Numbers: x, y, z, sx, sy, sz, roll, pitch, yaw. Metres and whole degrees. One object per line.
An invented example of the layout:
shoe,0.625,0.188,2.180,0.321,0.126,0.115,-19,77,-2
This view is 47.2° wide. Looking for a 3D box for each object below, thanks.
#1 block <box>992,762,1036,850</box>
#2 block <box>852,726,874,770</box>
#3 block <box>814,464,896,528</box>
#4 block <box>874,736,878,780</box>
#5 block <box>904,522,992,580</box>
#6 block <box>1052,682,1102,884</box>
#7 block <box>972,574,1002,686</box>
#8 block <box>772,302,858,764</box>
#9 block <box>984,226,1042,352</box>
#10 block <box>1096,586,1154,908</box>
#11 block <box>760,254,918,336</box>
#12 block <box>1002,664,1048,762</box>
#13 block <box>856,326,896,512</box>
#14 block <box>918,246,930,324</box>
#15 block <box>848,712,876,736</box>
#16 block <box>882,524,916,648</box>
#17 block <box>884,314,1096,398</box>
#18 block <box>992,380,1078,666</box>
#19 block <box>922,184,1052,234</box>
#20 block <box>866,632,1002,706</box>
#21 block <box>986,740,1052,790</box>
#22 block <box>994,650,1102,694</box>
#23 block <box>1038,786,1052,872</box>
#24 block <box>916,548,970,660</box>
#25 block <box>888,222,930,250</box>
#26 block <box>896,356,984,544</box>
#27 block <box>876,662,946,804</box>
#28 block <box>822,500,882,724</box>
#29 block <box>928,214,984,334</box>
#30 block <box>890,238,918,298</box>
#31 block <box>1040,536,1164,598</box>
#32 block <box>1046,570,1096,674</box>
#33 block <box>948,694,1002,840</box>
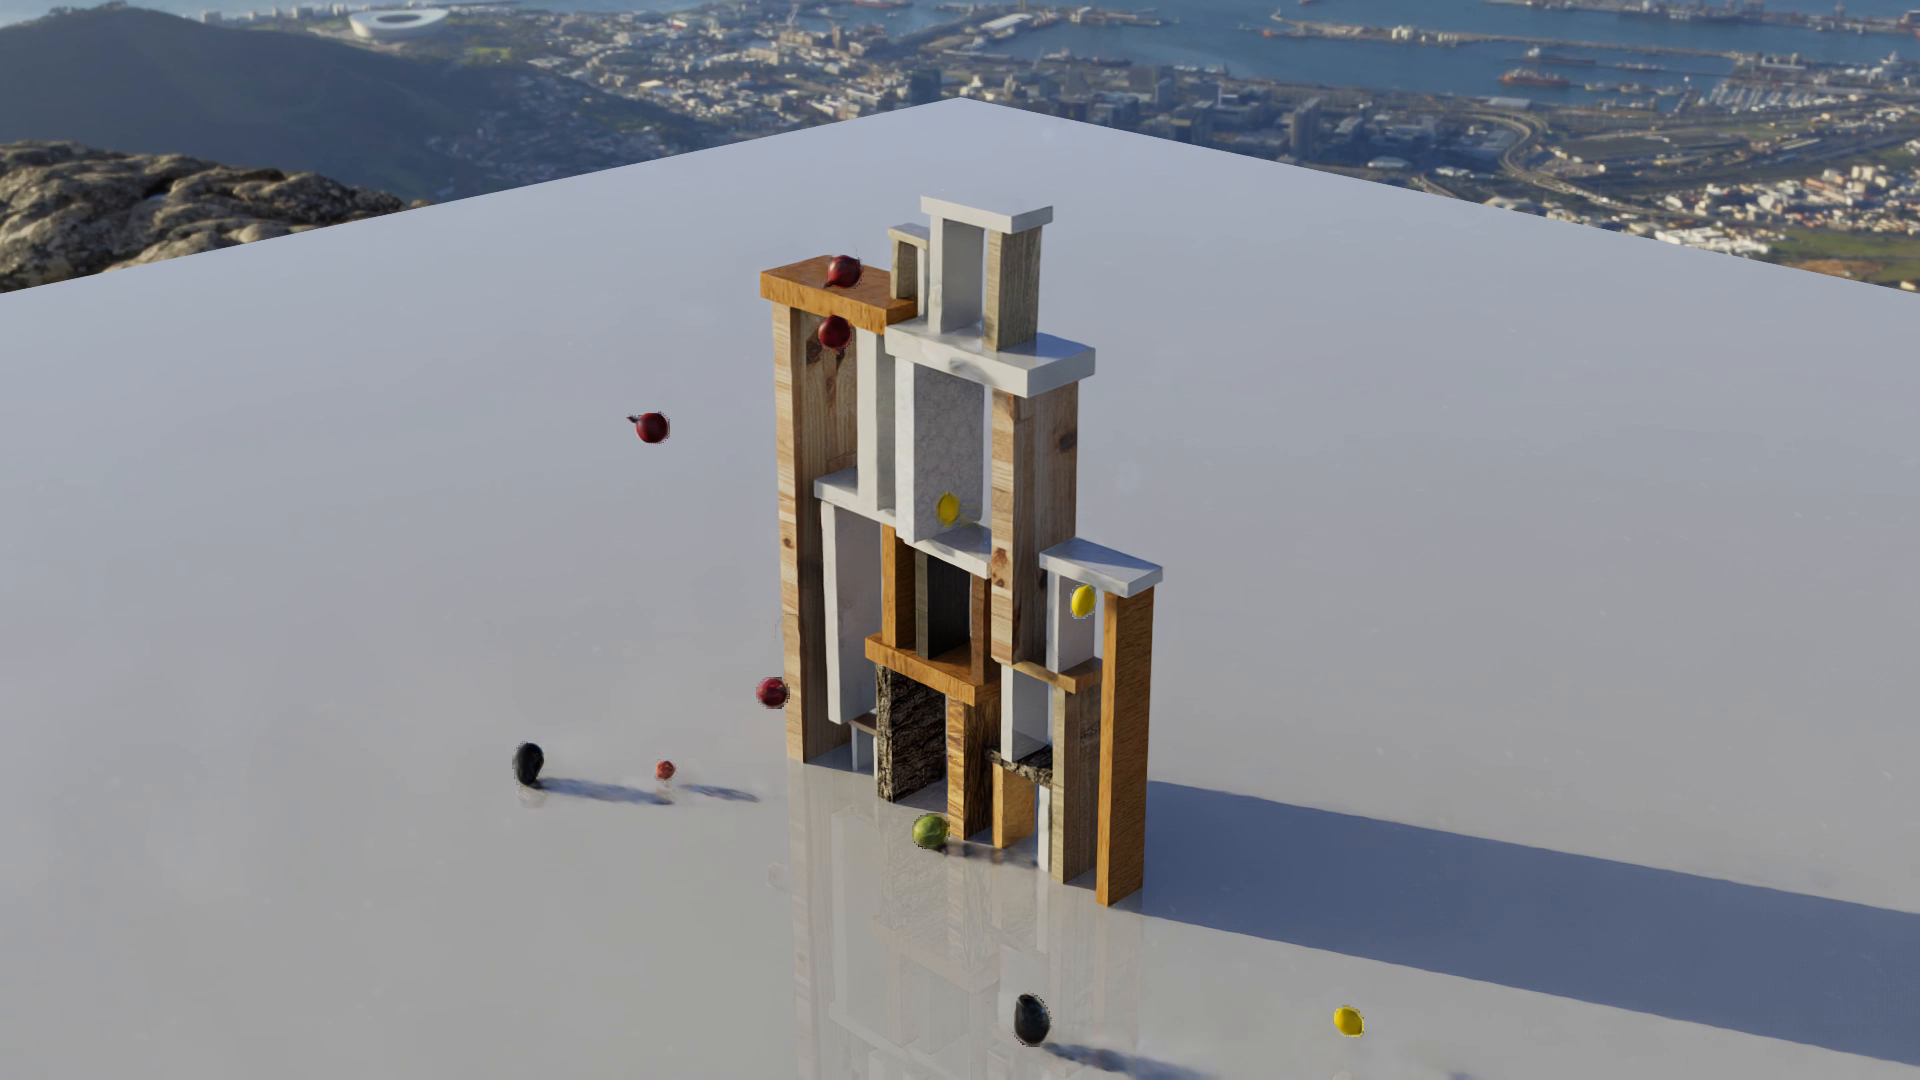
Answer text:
block,0.106,0.507,4.328,0.093,0.185,0.026,-21,31,-40
block,-0.204,0.428,4.623,0.014,0.101,0.050,20,30,39
block,-0.156,-0.086,4.362,0.256,0.036,0.128,21,30,40
block,-0.156,0.447,4.579,0.014,0.101,0.050,21,31,41
block,0.014,0.009,4.202,0.117,0.033,0.234,-20,30,-38
block,0.221,0.450,4.171,0.101,0.413,0.029,-21,30,-40
block,0.075,0.151,4.209,0.117,0.234,0.033,-21,31,-41
block,-0.286,-0.022,4.527,0.051,1.003,0.180,21,31,40
block,0.094,-0.455,3.920,0.031,0.219,0.109,22,32,37
block,0.303,0.376,4.049,0.102,0.645,0.029,-21,31,-41
block,-0.200,-0.475,4.246,0.360,0.051,0.180,21,30,40
block,0.125,0.317,4.215,0.029,0.202,0.101,21,31,41
block,-0.115,-0.253,4.247,0.051,0.360,0.180,21,30,39
block,-0.052,-0.477,4.071,0.016,0.142,0.058,21,31,40
block,-0.179,0.384,4.579,0.101,0.014,0.050,19,30,39
block,-0.095,0.073,4.362,0.036,0.257,0.128,21,31,40
block,0.052,-0.346,4.009,0.359,0.051,0.180,21,31,40
block,0.137,-0.045,4.051,0.051,0.535,0.180,19,30,38
block,0.047,-0.590,3.917,0.219,0.031,0.109,20,30,39
block,-0.027,0.237,4.361,0.307,0.043,0.153,21,31,41
block,0.148,0.427,4.246,0.093,0.026,0.185,-21,31,-40
block,0.173,0.228,4.127,0.202,0.029,0.101,20,30,40
block,0.194,0.541,4.247,0.093,0.185,0.026,-20,30,-39
block,-0.033,0.107,4.312,0.033,0.234,0.117,21,31,40
block,-0.076,-0.563,4.070,0.058,0.016,0.115,-18,29,-37
block,-0.038,-0.189,4.165,0.180,0.359,0.051,-20,31,-39
block,-0.099,0.370,4.496,0.043,0.307,0.153,21,31,41
block,-0.219,0.134,4.519,0.036,0.492,0.128,20,30,39
block,-0.007,-0.495,4.014,0.031,0.219,0.109,22,31,38
block,-0.103,-0.514,4.122,0.016,0.115,0.058,24,32,38
block,0.253,0.048,3.958,0.203,0.029,0.102,20,30,38
block,0.205,0.135,4.050,0.029,0.203,0.102,21,31,40
block,0.046,0.426,4.363,0.043,0.307,0.153,21,31,41
